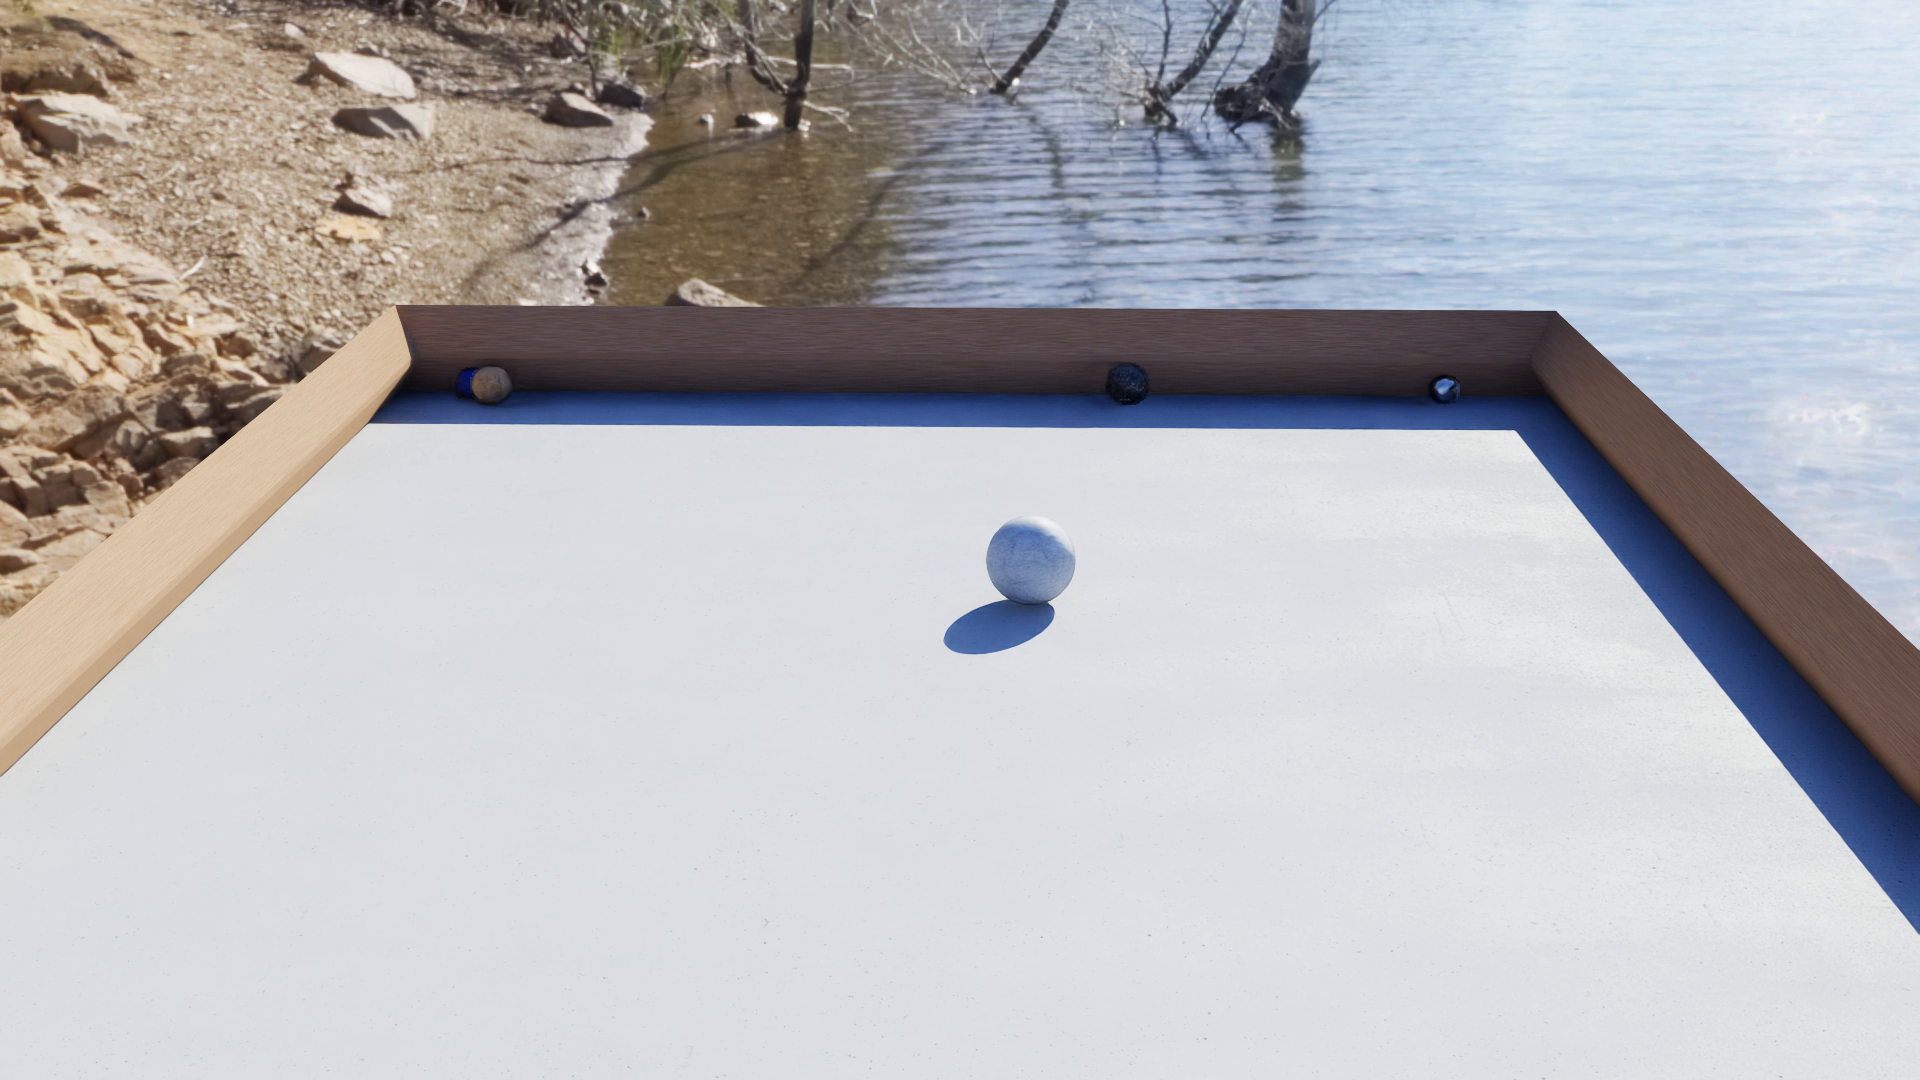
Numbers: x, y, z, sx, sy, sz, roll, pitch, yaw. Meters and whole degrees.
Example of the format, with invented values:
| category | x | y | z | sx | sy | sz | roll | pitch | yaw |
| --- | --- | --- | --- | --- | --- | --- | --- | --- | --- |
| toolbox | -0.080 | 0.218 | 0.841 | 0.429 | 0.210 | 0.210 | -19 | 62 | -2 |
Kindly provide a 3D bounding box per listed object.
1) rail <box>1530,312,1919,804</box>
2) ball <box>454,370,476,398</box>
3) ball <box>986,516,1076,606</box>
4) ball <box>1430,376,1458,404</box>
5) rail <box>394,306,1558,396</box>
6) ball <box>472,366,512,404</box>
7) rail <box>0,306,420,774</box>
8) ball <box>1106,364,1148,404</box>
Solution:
| category | x | y | z | sx | sy | sz | roll | pitch | yaw |
| --- | --- | --- | --- | --- | --- | --- | --- | --- | --- |
| rail | 0.828 | 0.224 | 1.786 | 0.045 | 0.130 | 3.168 | 0 | 19 | 1 |
| ball | -0.735 | -0.233 | 3.291 | 0.043 | 0.043 | 0.043 | 0 | 19 | 0 |
| ball | 0.079 | 0.023 | 2.438 | 0.100 | 0.100 | 0.100 | 0 | 19 | 0 |
| ball | 0.718 | -0.224 | 3.265 | 0.042 | 0.042 | 0.042 | 0 | 19 | 0 |
| rail | 0.017 | -0.278 | 3.283 | 1.738 | 0.130 | 0.045 | 0 | 19 | 1 |
| ball | -0.693 | -0.229 | 3.254 | 0.058 | 0.058 | 0.058 | 0 | 19 | 0 |
| rail | -0.863 | 0.212 | 1.822 | 0.045 | 0.130 | 3.168 | 0 | 19 | 1 |
| ball | 0.247 | -0.230 | 3.254 | 0.061 | 0.061 | 0.061 | 0 | 19 | 0 |
